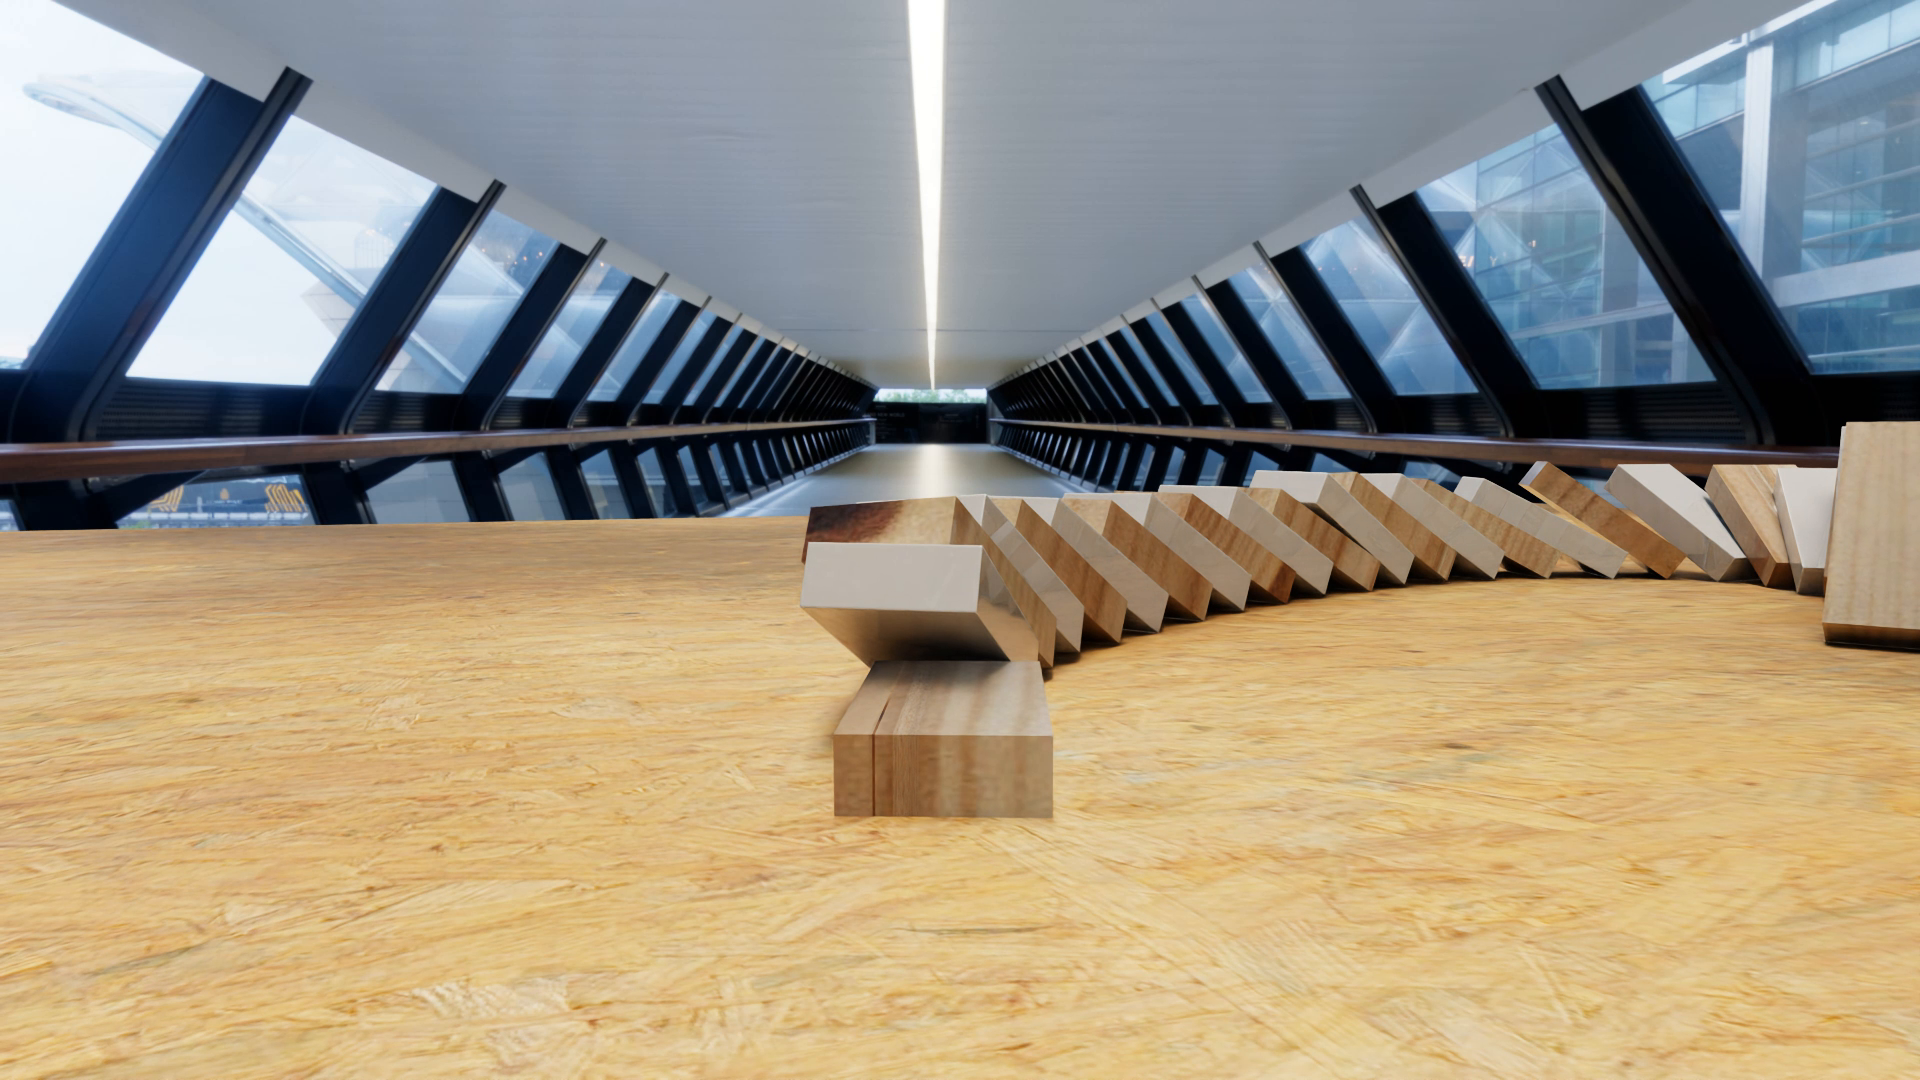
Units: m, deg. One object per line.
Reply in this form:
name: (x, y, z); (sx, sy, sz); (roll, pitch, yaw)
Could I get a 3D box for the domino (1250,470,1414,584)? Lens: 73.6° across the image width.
domino: (0.109, -0.004, 0.376); (0.050, 0.009, 0.025); (34, -17, -35)

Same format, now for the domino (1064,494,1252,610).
domino: (0.048, 0.003, 0.316); (0.025, 0.009, 0.050); (2, -22, 42)

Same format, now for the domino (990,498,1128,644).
domino: (0.012, 0.007, 0.260); (0.025, 0.009, 0.050); (1, -24, 33)

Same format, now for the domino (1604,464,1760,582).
domino: (0.237, -0.006, 0.415); (0.025, 0.009, 0.050); (-2, 38, -24)

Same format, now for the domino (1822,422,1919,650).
domino: (0.202, -0.002, 0.274); (0.025, 0.050, 0.009); (4, -27, 40)

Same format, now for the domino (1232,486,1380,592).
domino: (0.094, 0.000, 0.365); (0.050, 0.010, 0.025); (29, -14, -35)

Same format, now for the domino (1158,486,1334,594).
domino: (0.077, 0.000, 0.348); (0.050, 0.009, 0.025); (30, -17, -39)

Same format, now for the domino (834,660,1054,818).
domino: (-0.001, 0.025, 0.171); (0.025, 0.009, 0.050); (0, 4, 2)

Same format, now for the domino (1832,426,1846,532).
domino: (0.247, -0.006, 0.339); (0.025, 0.050, 0.010); (3, -27, 37)

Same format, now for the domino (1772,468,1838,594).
domino: (0.256, -0.003, 0.374); (0.025, 0.009, 0.050); (2, 37, 23)

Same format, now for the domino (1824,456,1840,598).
domino: (0.255, -0.006, 0.352); (0.025, 0.050, 0.010); (4, -37, 37)

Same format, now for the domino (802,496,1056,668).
domino: (-0.003, 0.009, 0.218); (0.025, 0.009, 0.050); (-4, -26, 22)

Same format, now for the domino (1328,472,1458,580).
domino: (0.124, -0.004, 0.389); (0.050, 0.009, 0.025); (32, -15, -28)

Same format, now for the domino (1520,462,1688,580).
domino: (0.208, -0.007, 0.417); (0.050, 0.010, 0.025); (37, 13, 11)

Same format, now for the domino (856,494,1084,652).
domino: (0.003, 0.008, 0.238); (0.025, 0.009, 0.050); (-3, -26, 26)

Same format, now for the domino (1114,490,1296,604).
domino: (0.063, 0.002, 0.334); (0.025, 0.009, 0.050); (5, -20, 48)

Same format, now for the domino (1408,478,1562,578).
domino: (0.164, -0.004, 0.414); (0.050, 0.009, 0.025); (27, 2, -6)

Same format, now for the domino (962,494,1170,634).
domino: (0.022, 0.006, 0.280); (0.025, 0.010, 0.050); (3, -22, 39)

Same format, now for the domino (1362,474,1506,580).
domino: (0.143, -0.004, 0.399); (0.050, 0.010, 0.025); (31, -11, -24)

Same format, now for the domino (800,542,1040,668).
domino: (-0.004, 0.013, 0.199); (0.025, 0.009, 0.050); (1, -19, 13)

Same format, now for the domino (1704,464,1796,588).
domino: (0.253, -0.005, 0.396); (0.025, 0.009, 0.050); (0, 38, 6)

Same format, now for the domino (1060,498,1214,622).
domino: (0.036, 0.005, 0.299); (0.025, 0.009, 0.050); (4, -21, 40)

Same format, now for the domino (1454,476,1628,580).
domino: (0.187, -0.004, 0.417); (0.050, 0.009, 0.025); (28, 7, 4)
